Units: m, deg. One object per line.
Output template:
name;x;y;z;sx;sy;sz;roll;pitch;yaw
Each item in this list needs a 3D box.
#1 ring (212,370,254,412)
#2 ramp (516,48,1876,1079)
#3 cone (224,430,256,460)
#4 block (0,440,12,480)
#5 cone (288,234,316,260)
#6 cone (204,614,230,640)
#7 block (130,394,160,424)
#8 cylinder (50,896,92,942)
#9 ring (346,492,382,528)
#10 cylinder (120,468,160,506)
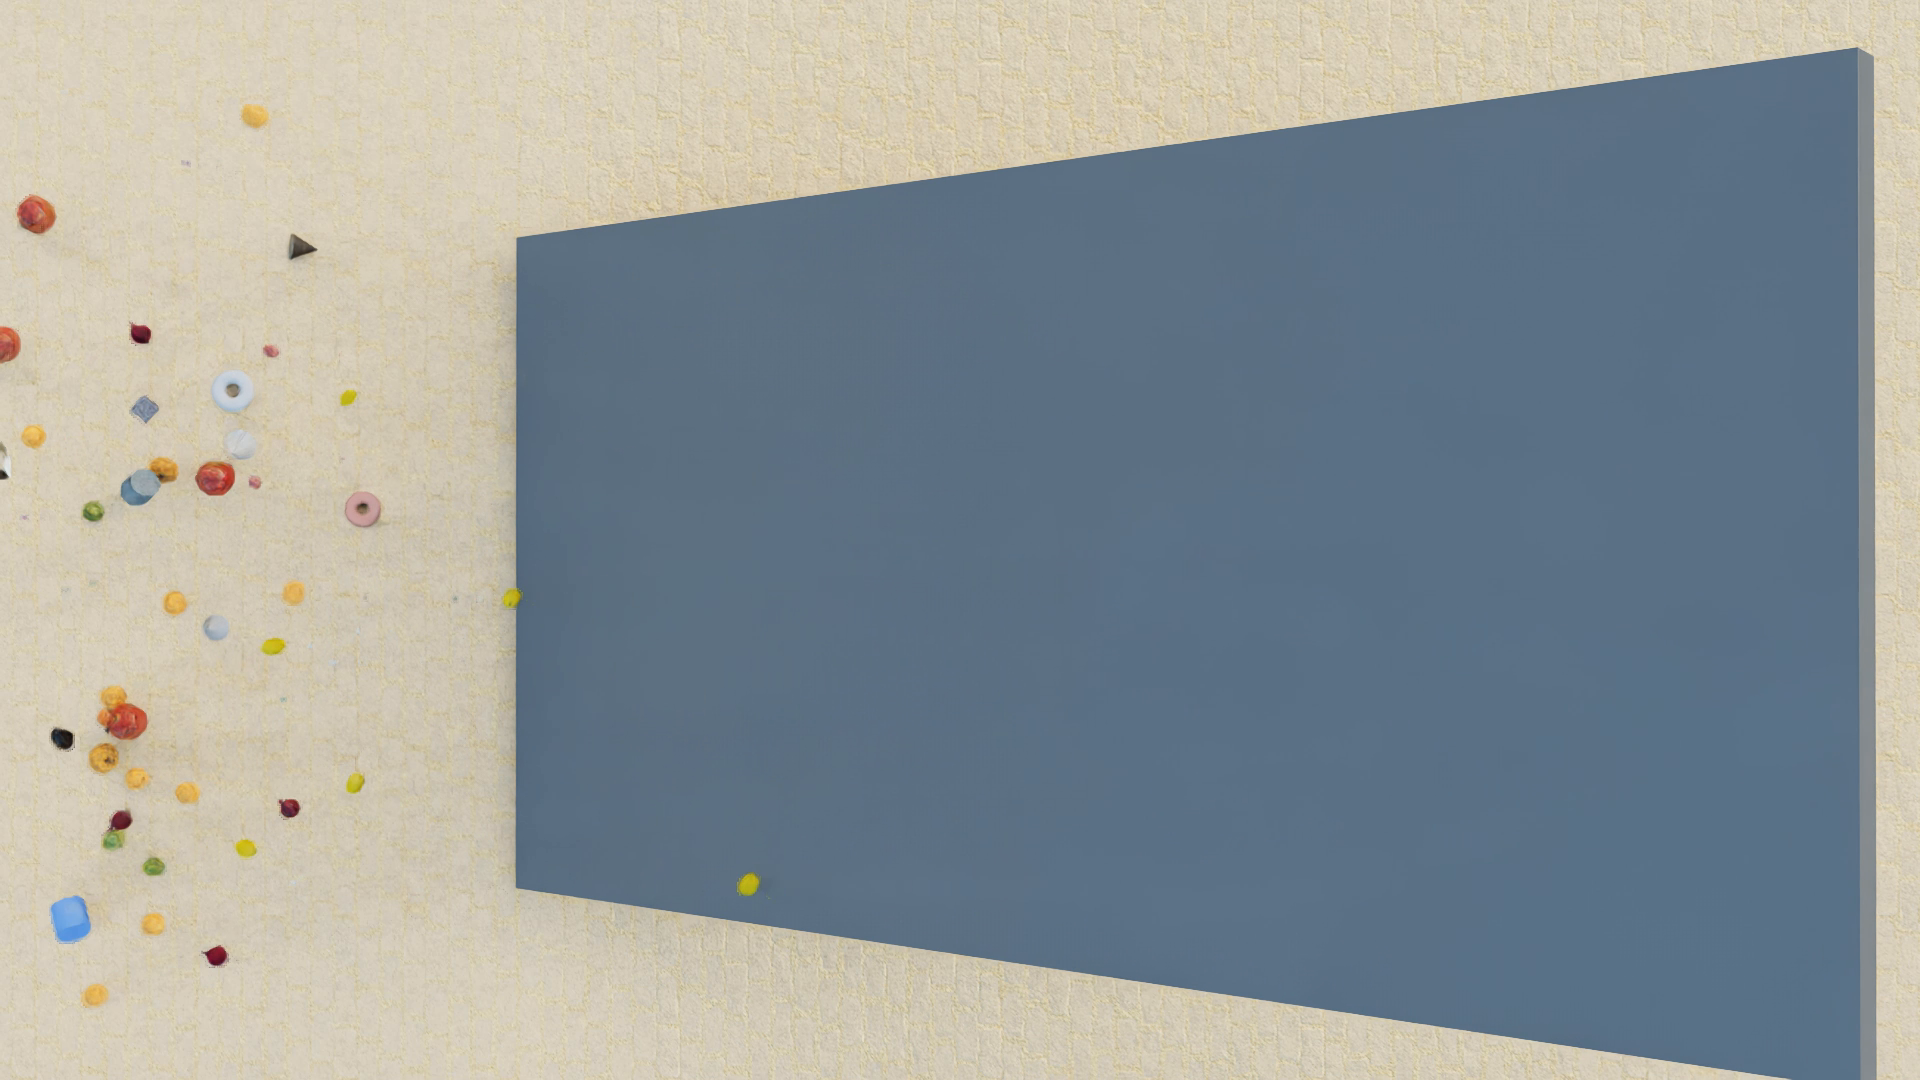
ring;-2.254;-0.463;6.818;0.132;0.044;0.132;0;89;-1
ramp;0.212;0.062;5.527;4.000;0.100;2.000;0;90;39
cone;-2.230;-0.279;6.777;0.097;0.097;0.097;-1;108;-3
block;-2.972;-0.242;6.735;0.091;0.091;0.091;-12;52;-6
cone;-2.034;-0.905;6.824;0.082;0.082;0.082;4;90;-27
cone;-2.312;0.273;6.794;0.082;0.082;0.082;0;90;0
block;-2.512;-0.405;6.779;0.059;0.059;0.059;42;84;-25
cylinder;-2.728;1.162;6.749;0.099;0.099;0.099;-27;63;0
ring;-1.851;-0.095;6.819;0.112;0.037;0.112;0;89;0
cylinder;-2.507;-0.160;6.723;0.090;0.090;0.090;-28;90;44
